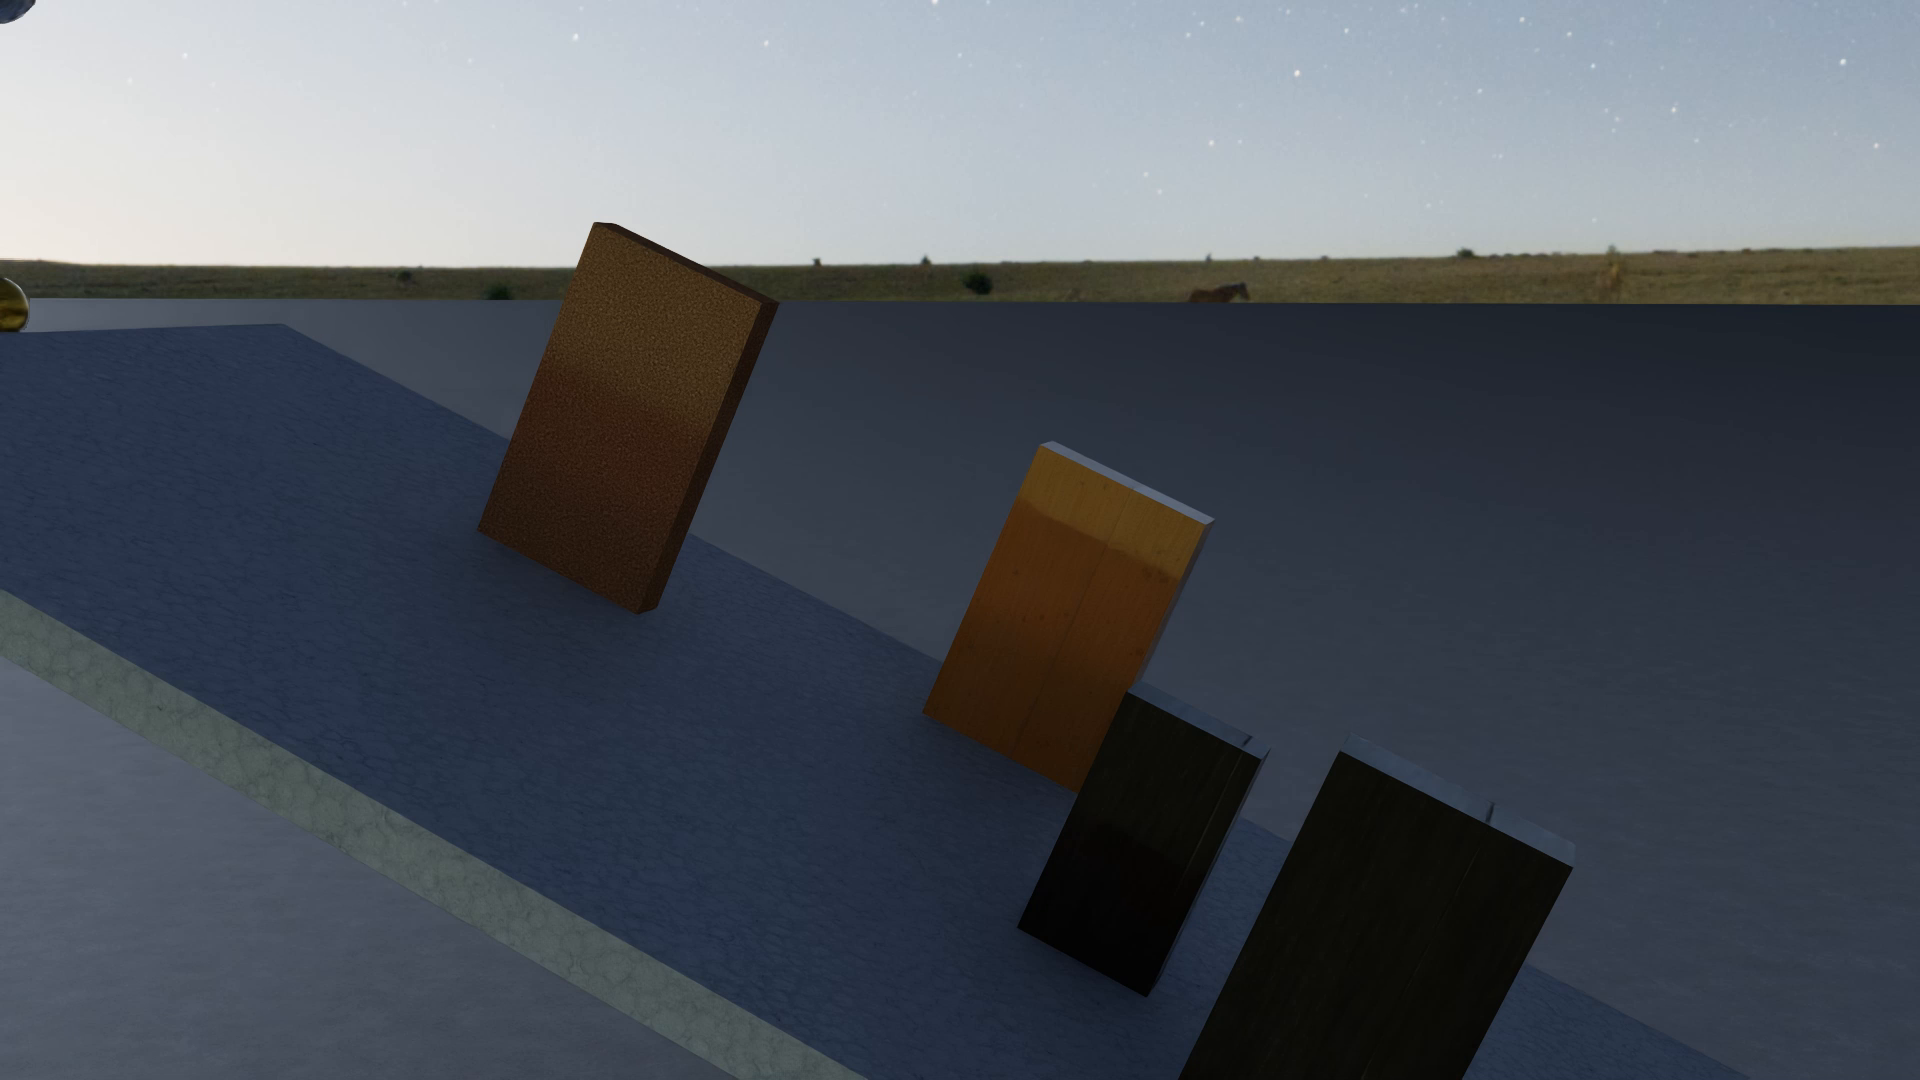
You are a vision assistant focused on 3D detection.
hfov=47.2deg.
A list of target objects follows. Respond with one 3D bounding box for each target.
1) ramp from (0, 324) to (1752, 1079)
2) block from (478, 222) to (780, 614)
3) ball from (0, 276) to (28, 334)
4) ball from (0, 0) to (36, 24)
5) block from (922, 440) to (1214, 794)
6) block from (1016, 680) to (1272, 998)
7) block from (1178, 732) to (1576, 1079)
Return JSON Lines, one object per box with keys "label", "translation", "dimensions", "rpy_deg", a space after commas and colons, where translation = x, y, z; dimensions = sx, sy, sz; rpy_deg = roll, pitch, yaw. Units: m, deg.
{"label": "ramp", "translation": [-0.280, 0.483, 4.179], "dimensions": [4.000, 0.100, 2.000], "rpy_deg": [27, 13, 13]}
{"label": "block", "translation": [-0.697, -0.253, 4.583], "dimensions": [0.404, 0.706, 0.097], "rpy_deg": [27, 13, 13]}
{"label": "ball", "translation": [-2.112, -0.505, 4.801], "dimensions": [0.146, 0.146, 0.146], "rpy_deg": [0, 7, 0]}
{"label": "ball", "translation": [-1.901, -1.108, 4.304], "dimensions": [0.195, 0.195, 0.195], "rpy_deg": [0, 7, 0]}
{"label": "block", "translation": [0.227, 0.164, 4.671], "dimensions": [0.386, 0.639, 0.109], "rpy_deg": [27, 13, 13]}
{"label": "block", "translation": [0.318, 0.516, 3.814], "dimensions": [0.255, 0.471, 0.109], "rpy_deg": [27, 13, 13]}
{"label": "block", "translation": [0.604, 0.670, 3.299], "dimensions": [0.364, 0.654, 0.135], "rpy_deg": [27, 13, 13]}
